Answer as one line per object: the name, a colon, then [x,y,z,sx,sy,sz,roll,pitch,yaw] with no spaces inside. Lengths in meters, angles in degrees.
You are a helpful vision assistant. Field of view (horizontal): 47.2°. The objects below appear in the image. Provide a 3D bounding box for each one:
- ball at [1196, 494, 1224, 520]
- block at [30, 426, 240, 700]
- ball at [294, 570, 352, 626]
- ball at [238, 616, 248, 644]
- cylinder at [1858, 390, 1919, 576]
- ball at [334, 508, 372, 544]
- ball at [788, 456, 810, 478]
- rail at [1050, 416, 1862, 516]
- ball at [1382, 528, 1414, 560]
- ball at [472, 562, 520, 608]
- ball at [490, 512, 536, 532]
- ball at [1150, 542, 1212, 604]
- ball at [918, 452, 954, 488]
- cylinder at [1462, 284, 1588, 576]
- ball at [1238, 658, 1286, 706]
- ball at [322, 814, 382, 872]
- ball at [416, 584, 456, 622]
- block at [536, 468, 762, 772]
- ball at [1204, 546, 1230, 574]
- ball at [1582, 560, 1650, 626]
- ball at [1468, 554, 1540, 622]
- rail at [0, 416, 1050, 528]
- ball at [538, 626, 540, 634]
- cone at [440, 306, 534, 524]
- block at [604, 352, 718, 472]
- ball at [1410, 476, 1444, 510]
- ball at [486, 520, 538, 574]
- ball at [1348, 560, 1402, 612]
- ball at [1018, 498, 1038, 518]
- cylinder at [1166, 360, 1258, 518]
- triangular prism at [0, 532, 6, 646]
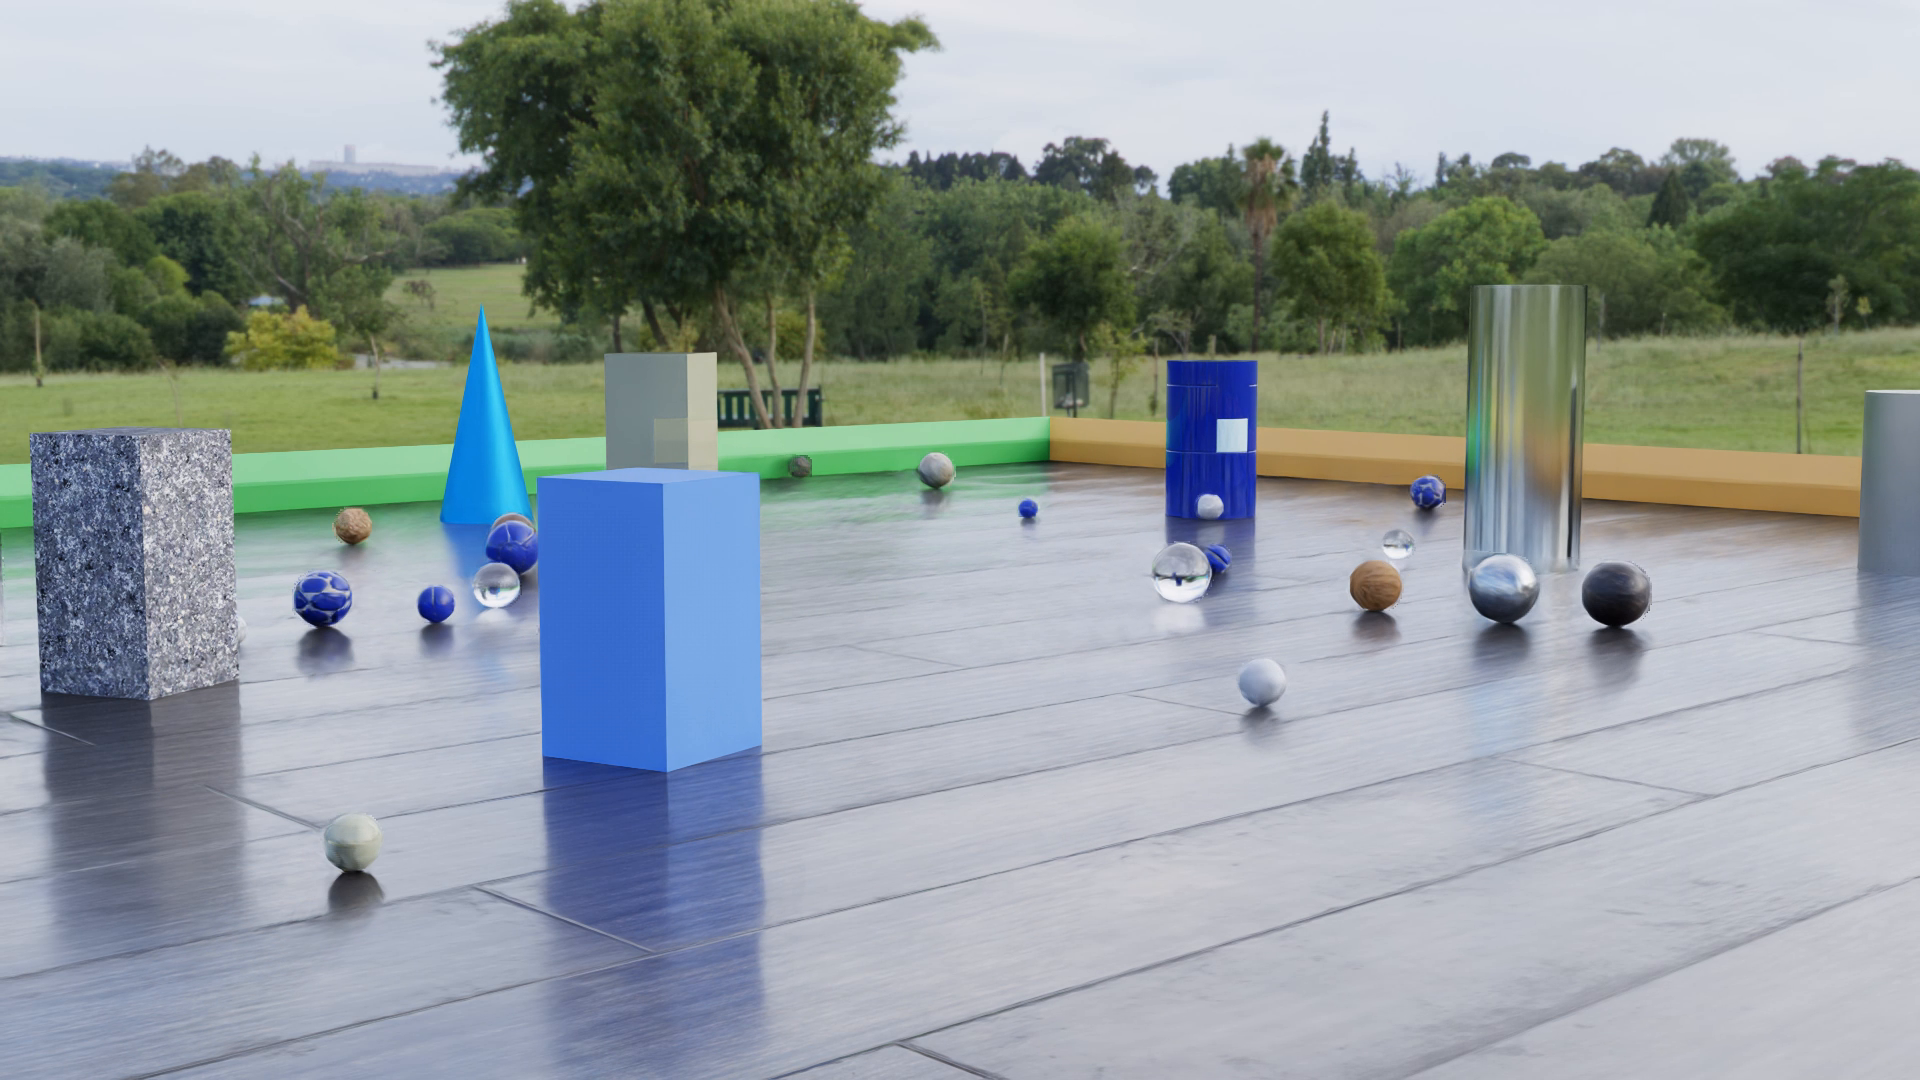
ball: [0.531,-0.070,4.668,0.057,0.057,0.057,0,6,0]
block: [-0.975,0.022,2.605,0.157,0.303,0.157,2,6,20]
ball: [-0.899,0.082,3.101,0.080,0.080,0.080,0,6,0]
ball: [-0.970,0.119,2.924,0.043,0.043,0.043,0,6,0]
cylinder: [1.646,-0.100,3.757,0.197,0.306,0.197,0,6,0]
ball: [-1.158,-0.027,4.200,0.069,0.069,0.069,0,6,0]
ball: [-0.425,-0.192,5.829,0.060,0.060,0.060,0,6,0]
rail: [1.740,-0.134,4.929,0.045,0.128,4.394,-5,8,-42]
ball: [0.785,0.007,3.943,0.056,0.056,0.056,0,6,0]
ball: [-0.695,0.067,3.296,0.069,0.069,0.069,0,6,0]
ball: [-0.807,-0.009,3.971,0.081,0.081,0.081,0,6,0]
ball: [0.337,0.050,3.352,0.092,0.092,0.092,0,6,0]
ball: [-0.061,-0.175,5.520,0.089,0.089,0.089,0,6,0]
cylinder: [0.970,-0.193,3.780,0.197,0.486,0.197,0,6,0]
ball: [0.341,0.160,2.481,0.054,0.054,0.054,0,6,0]
ball: [-0.483,0.241,1.750,0.046,0.046,0.046,0,6,0]
ball: [-0.749,0.091,3.144,0.054,0.054,0.054,0,6,0]
block: [-0.311,0.074,2.219,0.157,0.280,0.157,3,7,30]
ball: [0.436,0.033,3.733,0.047,0.047,0.047,0,6,0]
ball: [0.925,0.075,3.101,0.094,0.094,0.094,0,6,0]
ball: [0.777,0.069,3.141,0.098,0.098,0.098,0,6,0]
rail: [-1.474,-0.133,4.920,4.782,0.128,0.045,-5,8,-42]
ball: [-0.536,0.120,2.915,0.044,0.044,0.044,0,6,0]
cone: [-1.010,-0.272,4.668,0.197,0.460,0.197,0,6,0]
block: [-0.545,-0.159,4.032,0.157,0.367,0.157,1,6,13]
ball: [1.049,-0.107,4.934,0.076,0.076,0.076,0,6,0]
ball: [-0.753,0.013,3.706,0.092,0.092,0.092,0,6,0]
ball: [0.616,0.067,3.264,0.076,0.076,0.076,0,6,0]
ball: [0.146,-0.068,4.714,0.043,0.043,0.043,0,6,0]
cylinder: [0.547,-0.222,4.785,0.197,0.335,0.197,0,6,0]
triangular prism: [-1.335,-0.063,2.872,0.148,0.417,0.170,-3,7,-30]
